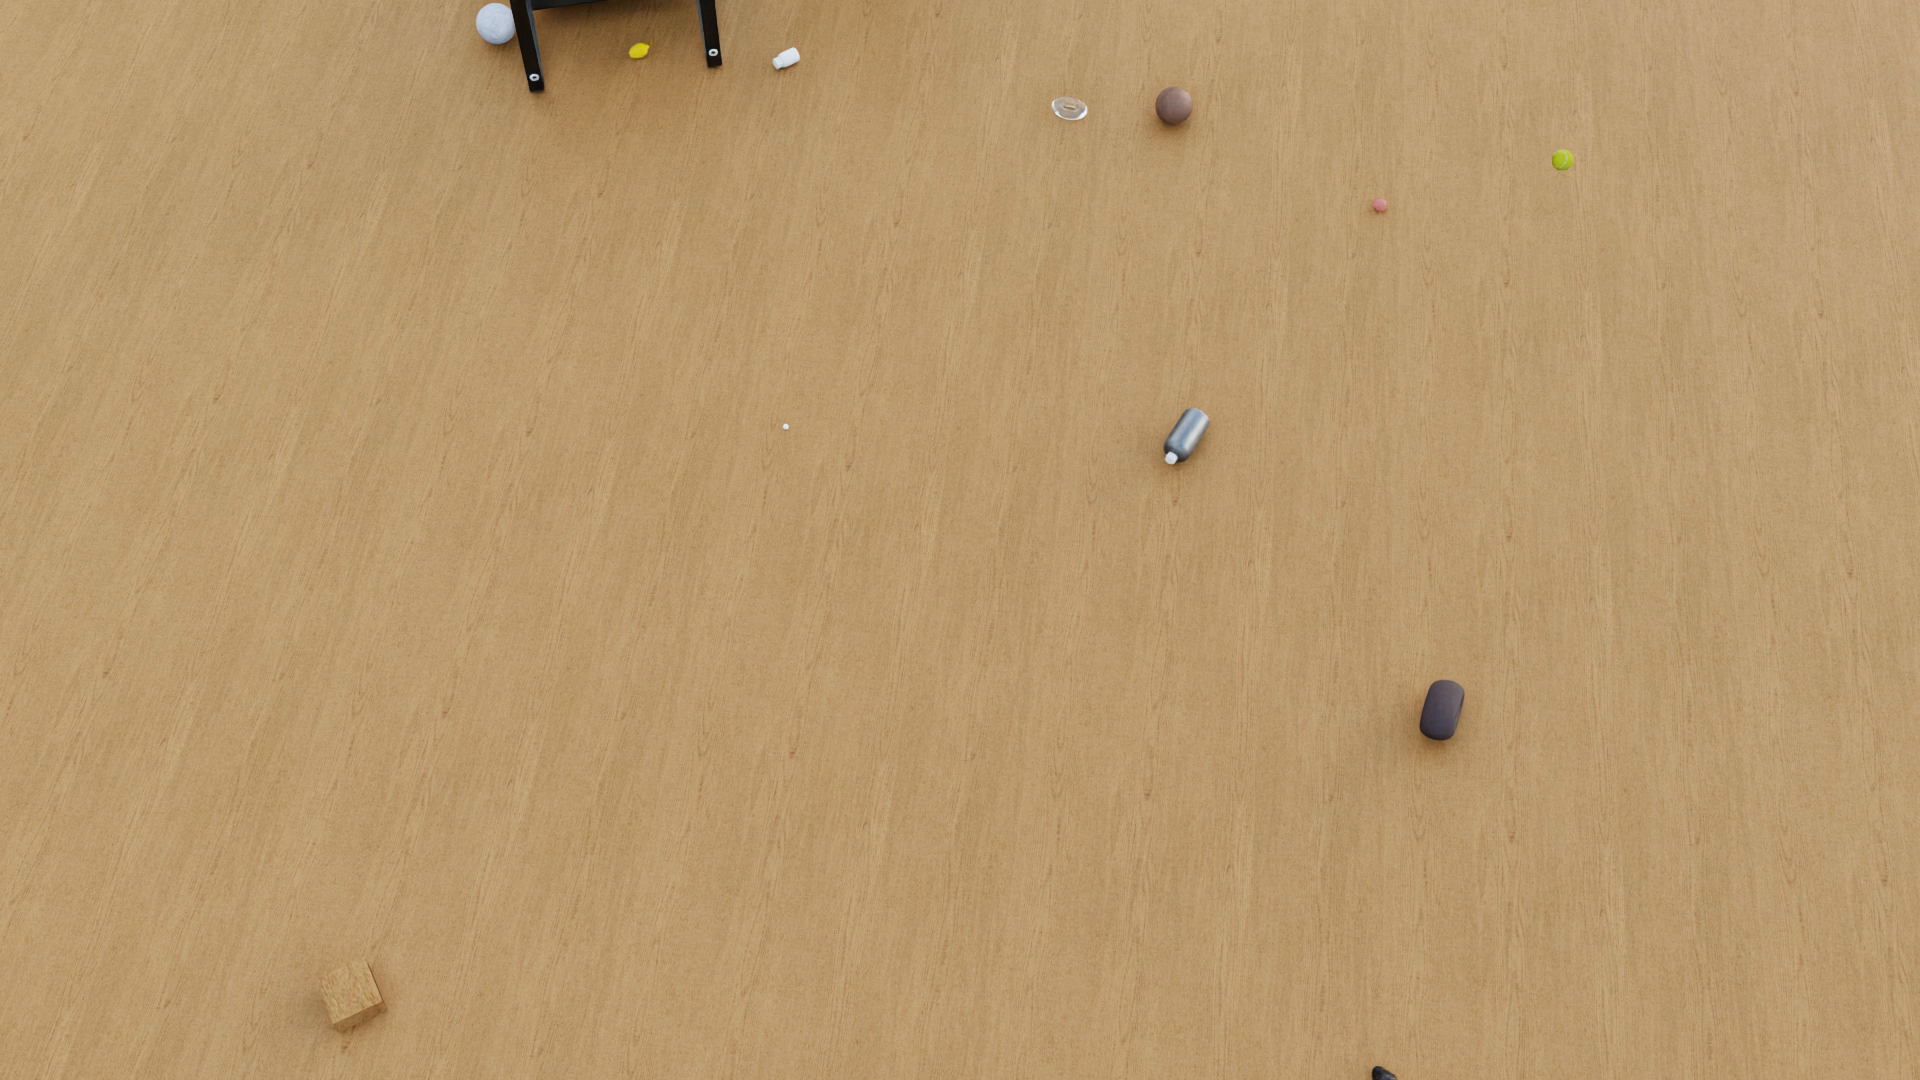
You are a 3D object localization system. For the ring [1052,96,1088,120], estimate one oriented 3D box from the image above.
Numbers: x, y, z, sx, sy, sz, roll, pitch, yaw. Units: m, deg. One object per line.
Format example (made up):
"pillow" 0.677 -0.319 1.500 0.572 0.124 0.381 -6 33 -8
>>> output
"ring" 0.377 -1.482 7.548 0.124 0.035 0.091 16 59 11

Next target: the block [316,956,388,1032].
"block" -1.589 1.186 5.742 0.134 0.060 0.139 -24 59 -15

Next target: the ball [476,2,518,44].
"ball" -1.623 -1.809 7.703 0.141 0.141 0.141 0 56 0

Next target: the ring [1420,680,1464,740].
"ring" 1.356 0.478 6.182 0.095 0.123 0.210 12 44 18
